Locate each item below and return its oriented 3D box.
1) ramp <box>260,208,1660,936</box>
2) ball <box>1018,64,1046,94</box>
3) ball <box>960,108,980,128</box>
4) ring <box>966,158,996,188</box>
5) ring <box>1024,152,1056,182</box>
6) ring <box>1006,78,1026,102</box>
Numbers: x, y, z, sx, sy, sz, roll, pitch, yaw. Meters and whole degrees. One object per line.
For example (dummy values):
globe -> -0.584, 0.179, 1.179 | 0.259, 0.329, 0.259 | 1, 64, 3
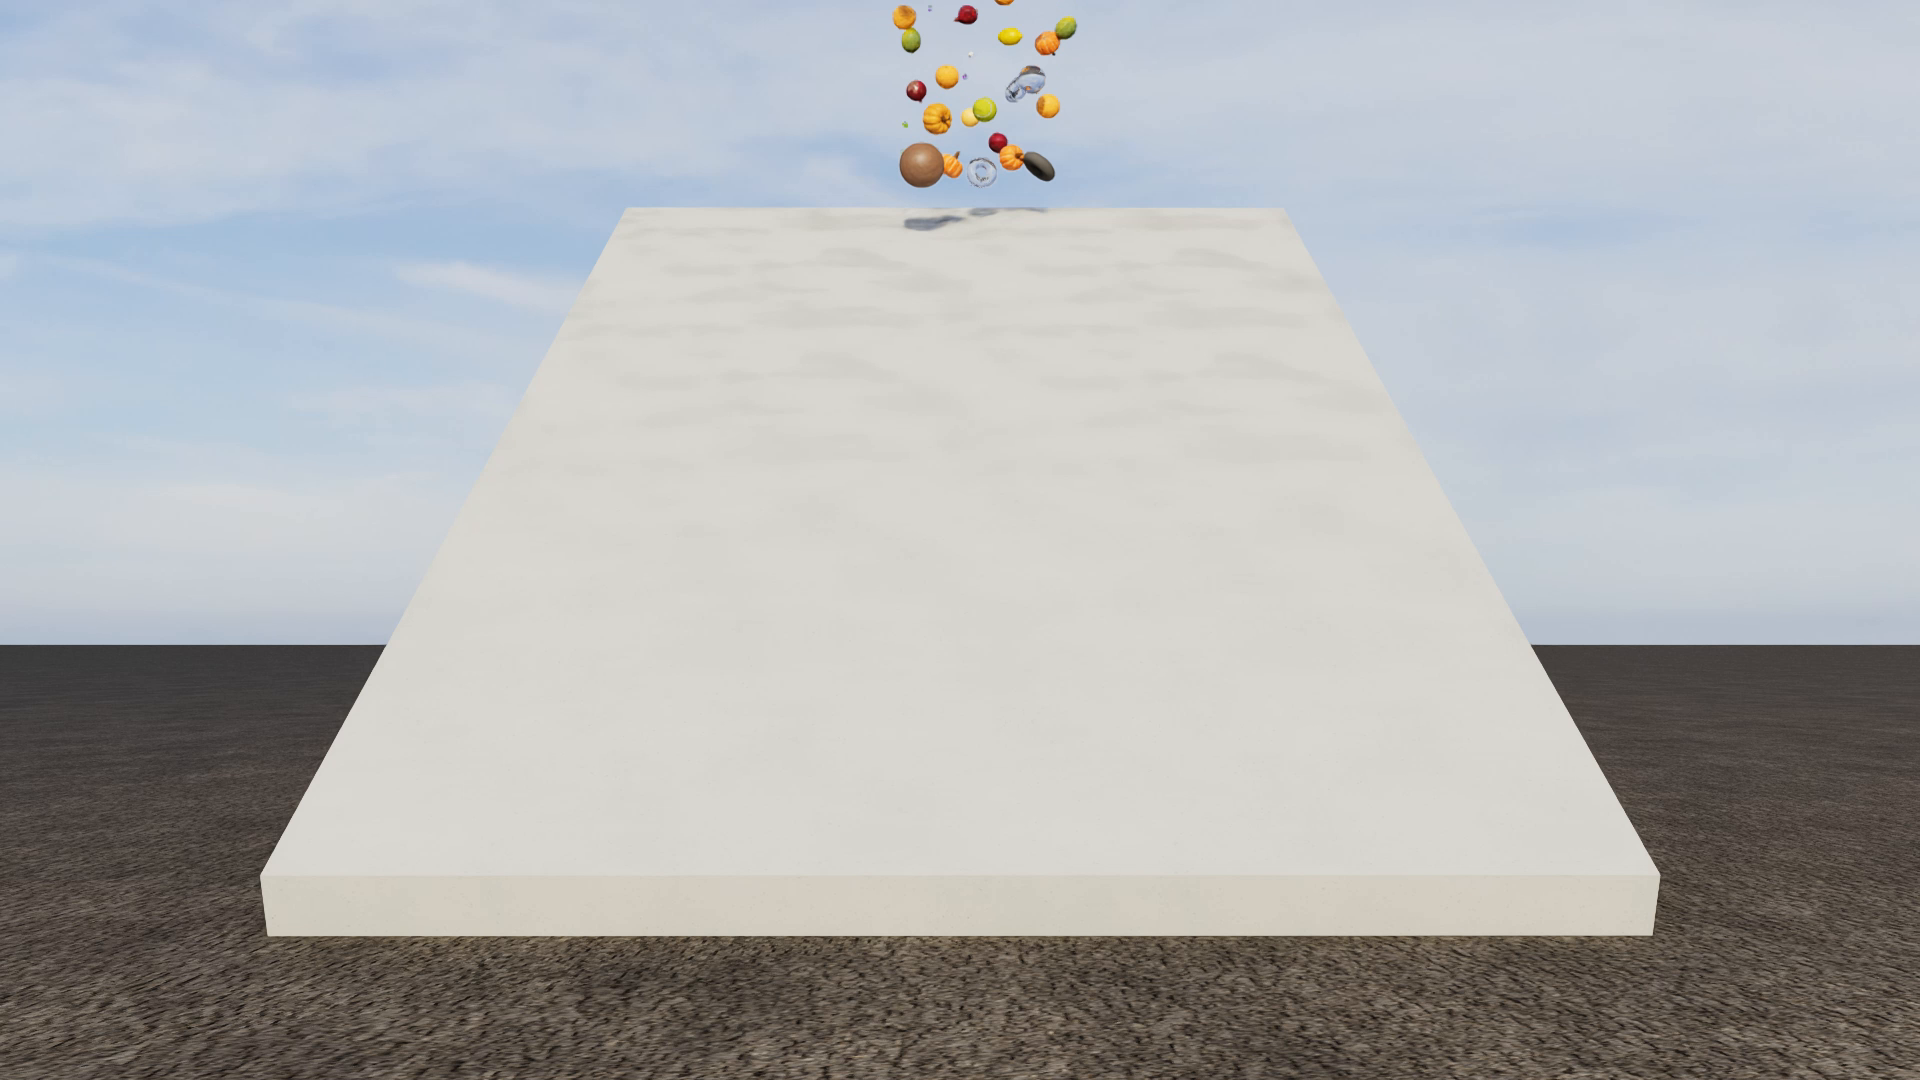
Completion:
ramp -> -0.006, -0.220, 5.152 | 2.000, 0.100, 4.000 | 0, 22, 0
ball -> 0.209, -1.334, 6.646 | 0.081, 0.081, 0.081 | 0, -2, 0
ball -> 0.030, -1.223, 6.641 | 0.055, 0.055, 0.055 | 0, -2, 0
ring -> 0.064, -1.082, 6.752 | 0.095, 0.095, 0.032 | 1, -12, -19
ring -> 0.233, -1.101, 6.763 | 0.110, 0.037, 0.110 | 38, -10, 8
ring -> 0.169, -1.321, 6.732 | 0.087, 0.087, 0.029 | -3, -33, 47
